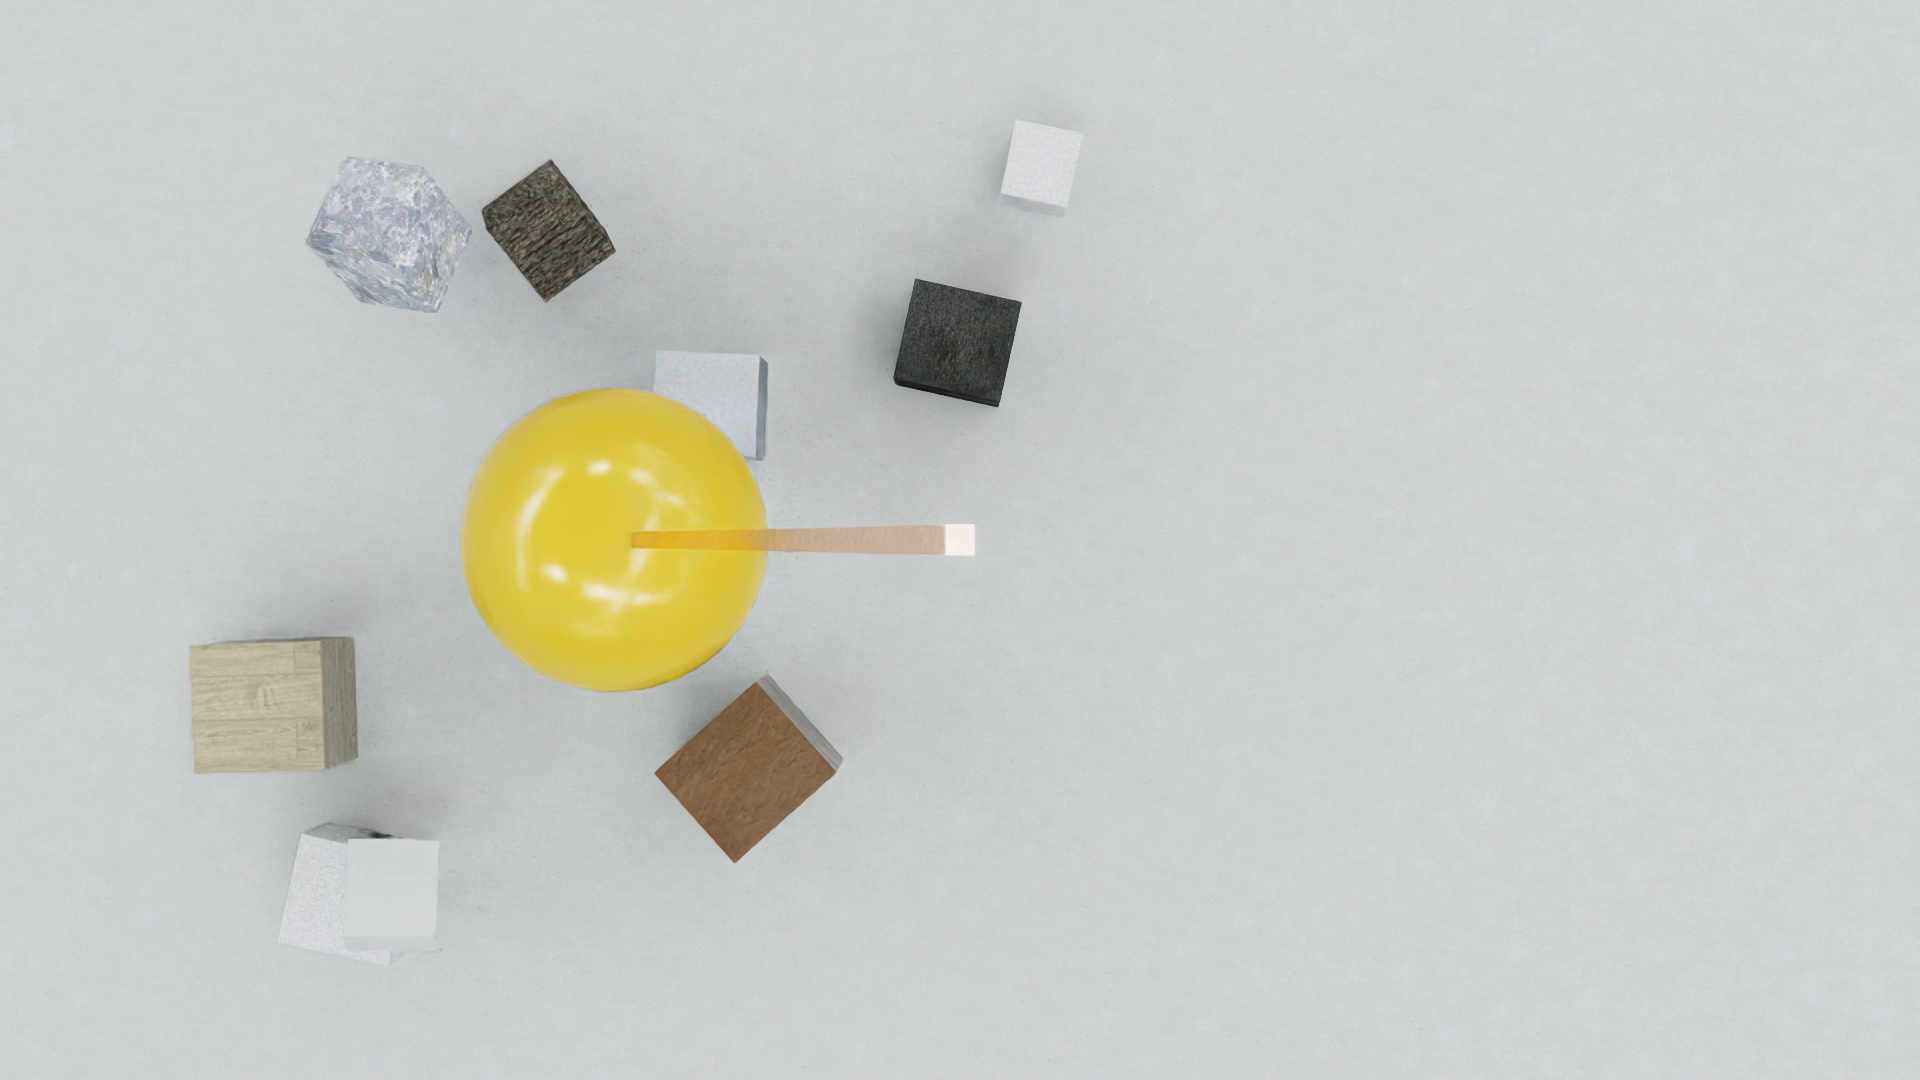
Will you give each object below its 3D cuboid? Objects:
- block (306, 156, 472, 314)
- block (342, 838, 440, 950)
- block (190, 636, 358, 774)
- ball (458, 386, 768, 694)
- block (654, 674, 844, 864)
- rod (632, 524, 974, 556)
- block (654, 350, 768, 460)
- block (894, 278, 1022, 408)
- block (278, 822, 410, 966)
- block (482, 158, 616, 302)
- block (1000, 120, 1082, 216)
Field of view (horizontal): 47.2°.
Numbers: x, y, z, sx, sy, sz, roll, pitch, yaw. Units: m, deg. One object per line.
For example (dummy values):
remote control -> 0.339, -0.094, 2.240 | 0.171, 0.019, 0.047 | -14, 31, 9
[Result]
block -> -3.149, -1.685, 12.167 | 0.506, 0.634, 0.560 | 10, 68, 19
block -> -3.008, 1.884, 11.657 | 0.463, 0.421, 0.509 | 3, 69, -12
block -> -3.932, 0.938, 12.650 | 0.729, 0.700, 0.718 | -2, 90, 0
ball -> -1.802, 0.000, 11.505 | 1.600, 1.600, 1.600 | 0, 90, 0
block -> -1.196, 1.296, 12.623 | 0.764, 0.754, 0.678 | -42, 90, 0
rod -> -0.781, 0.000, 8.262 | 0.080, 5.200, 0.080 | 0, 90, -17
block -> -1.433, -0.769, 12.689 | 0.583, 0.622, 0.574 | 2, 90, 0
block -> -0.013, -1.130, 12.705 | 0.618, 0.590, 0.574 | 12, 90, 0
block -> -3.481, 2.040, 12.722 | 0.643, 0.555, 0.626 | 13, 90, 0
block -> -2.373, -1.783, 12.669 | 0.501, 0.461, 0.539 | -36, 117, 1
block -> 0.468, -2.164, 12.810 | 0.390, 0.379, 0.433 | 12, 90, 0
